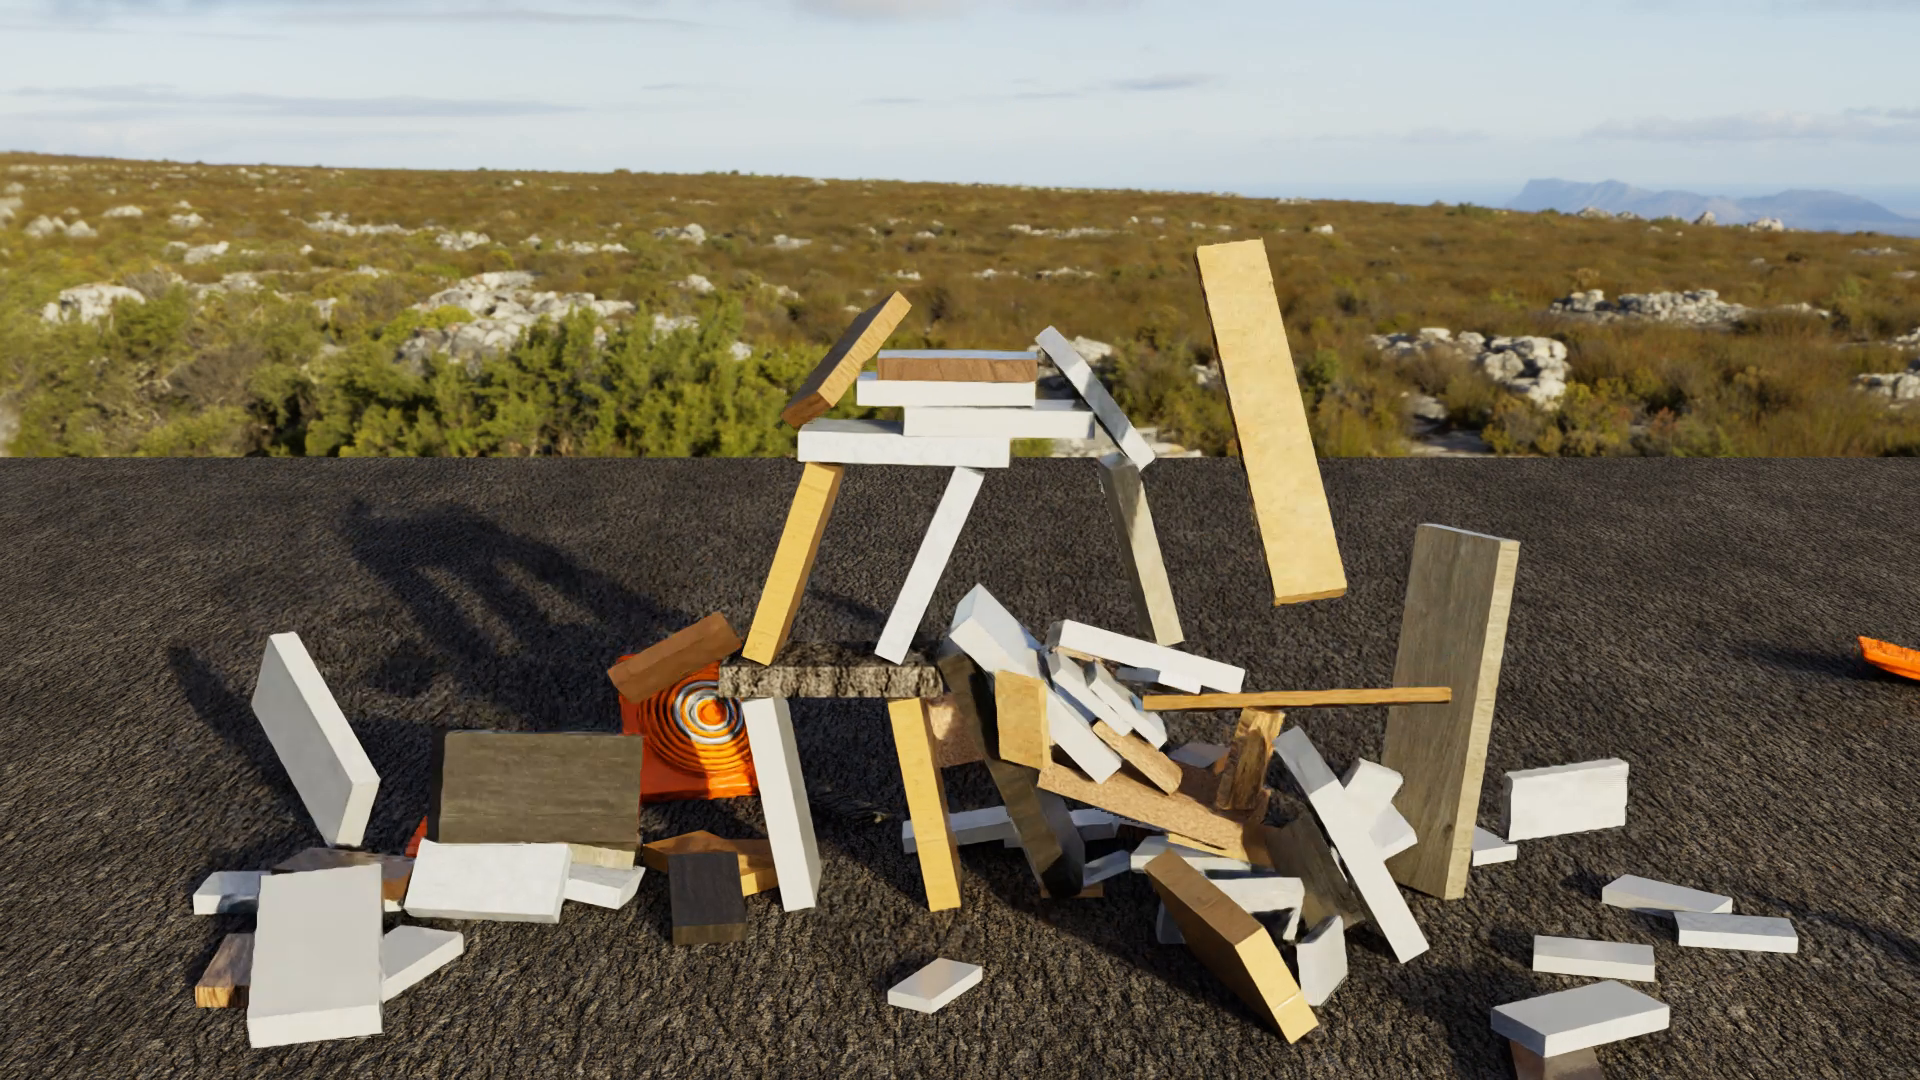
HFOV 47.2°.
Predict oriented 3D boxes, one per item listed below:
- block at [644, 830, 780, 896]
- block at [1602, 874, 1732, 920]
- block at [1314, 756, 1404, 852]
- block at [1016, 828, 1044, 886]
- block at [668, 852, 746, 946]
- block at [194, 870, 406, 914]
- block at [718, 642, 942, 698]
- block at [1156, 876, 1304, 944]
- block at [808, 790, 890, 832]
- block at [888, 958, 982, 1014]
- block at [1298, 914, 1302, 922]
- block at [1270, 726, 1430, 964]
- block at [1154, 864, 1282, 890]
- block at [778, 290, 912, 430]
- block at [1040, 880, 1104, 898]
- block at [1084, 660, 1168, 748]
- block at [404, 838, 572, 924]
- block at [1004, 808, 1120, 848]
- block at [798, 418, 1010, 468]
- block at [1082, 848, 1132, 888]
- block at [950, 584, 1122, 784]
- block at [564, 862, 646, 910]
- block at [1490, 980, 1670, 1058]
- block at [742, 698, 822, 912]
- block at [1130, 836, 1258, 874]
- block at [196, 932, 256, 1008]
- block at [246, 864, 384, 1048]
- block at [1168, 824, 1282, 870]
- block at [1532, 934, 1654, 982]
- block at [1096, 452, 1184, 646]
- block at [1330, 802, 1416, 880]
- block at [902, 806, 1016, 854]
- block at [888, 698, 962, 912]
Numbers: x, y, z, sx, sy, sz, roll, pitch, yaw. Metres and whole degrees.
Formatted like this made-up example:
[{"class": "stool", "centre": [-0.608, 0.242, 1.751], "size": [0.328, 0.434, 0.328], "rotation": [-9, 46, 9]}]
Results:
[{"class": "block", "centre": [-0.420, 0.554, 3.764], "size": [0.124, 0.035, 0.247], "rotation": [-9, 14, -41]}, {"class": "block", "centre": [1.157, 0.590, 3.599], "size": [0.182, 0.026, 0.091], "rotation": [9, 14, 40]}, {"class": "block", "centre": [0.632, 0.431, 3.532], "size": [0.082, 0.164, 0.023], "rotation": [22, 21, -19]}, {"class": "block", "centre": [0.122, 0.523, 3.676], "size": [0.015, 0.103, 0.051], "rotation": [-22, 7, 13]}, {"class": "block", "centre": [-0.409, 0.575, 3.545], "size": [0.115, 0.033, 0.230], "rotation": [-2, 21, -9]}, {"class": "block", "centre": [-0.991, 0.579, 3.639], "size": [0.513, 0.033, 0.115], "rotation": [-1, 11, -3]}, {"class": "block", "centre": [-0.207, 0.211, 3.602], "size": [0.356, 0.050, 0.178], "rotation": [0, 11, 0]}, {"class": "block", "centre": [0.421, 0.578, 3.431], "size": [0.217, 0.108, 0.031], "rotation": [-1, 38, -6]}, {"class": "block", "centre": [-0.213, 0.502, 4.080], "size": [0.082, 0.023, 0.164], "rotation": [-9, 14, -40]}, {"class": "block", "centre": [-0.036, 0.657, 3.248], "size": [0.074, 0.021, 0.148], "rotation": [6, 12, 29]}, {"class": "block", "centre": [0.486, 0.575, 3.584], "size": [0.217, 0.031, 0.108], "rotation": [1, 13, 40]}, {"class": "block", "centre": [0.597, 0.466, 3.365], "size": [0.050, 0.352, 0.176], "rotation": [-30, 24, 2]}, {"class": "block", "centre": [0.429, 0.545, 3.624], "size": [0.201, 0.028, 0.100], "rotation": [-4, 11, 21]}, {"class": "block", "centre": [-0.185, -0.292, 3.566], "size": [0.126, 0.036, 0.252], "rotation": [-24, 25, 53]}, {"class": "block", "centre": [0.186, 0.582, 3.675], "size": [0.103, 0.015, 0.051], "rotation": [0, 11, 0]}, {"class": "block", "centre": [0.267, 0.263, 3.537], "size": [0.158, 0.022, 0.079], "rotation": [42, 13, -14]}, {"class": "block", "centre": [-0.763, 0.552, 3.564], "size": [0.247, 0.124, 0.035], "rotation": [2, -34, 7]}, {"class": "block", "centre": [0.182, 0.513, 3.927], "size": [0.198, 0.028, 0.099], "rotation": [-7, 9, 12]}, {"class": "block", "centre": [-0.087, -0.157, 3.534], "size": [0.332, 0.047, 0.166], "rotation": [2, 11, 1]}, {"class": "block", "centre": [0.241, 0.551, 3.690], "size": [0.103, 0.015, 0.051], "rotation": [-19, 16, -17]}, {"class": "block", "centre": [0.128, 0.231, 3.565], "size": [0.049, 0.344, 0.172], "rotation": [-43, 9, 15]}, {"class": "block", "centre": [-0.661, 0.553, 3.650], "size": [0.247, 0.035, 0.124], "rotation": [10, 10, 10]}, {"class": "block", "centre": [0.856, 0.659, 3.037], "size": [0.221, 0.031, 0.110], "rotation": [-5, 12, -26]}, {"class": "block", "centre": [-0.293, 0.413, 3.639], "size": [0.050, 0.356, 0.178], "rotation": [-10, 10, 2]}, {"class": "block", "centre": [0.392, 0.519, 3.623], "size": [0.201, 0.028, 0.100], "rotation": [-2, 12, 22]}, {"class": "block", "centre": [-1.064, 0.643, 3.300], "size": [0.111, 0.031, 0.221], "rotation": [-1, 11, -6]}, {"class": "block", "centre": [-0.935, 0.601, 3.209], "size": [0.176, 0.050, 0.353], "rotation": [-5, 26, -12]}, {"class": "block", "centre": [0.444, 0.483, 3.570], "size": [0.201, 0.028, 0.100], "rotation": [13, 17, 10]}, {"class": "block", "centre": [0.964, 0.637, 3.349], "size": [0.175, 0.025, 0.088], "rotation": [3, 11, 15]}, {"class": "block", "centre": [0.293, 0.014, 3.595], "size": [0.043, 0.301, 0.151], "rotation": [-16, 11, -3]}, {"class": "block", "centre": [0.637, 0.510, 3.663], "size": [0.217, 0.031, 0.108], "rotation": [-27, 42, -8]}, {"class": "block", "centre": [-0.001, 0.514, 3.914], "size": [0.201, 0.028, 0.100], "rotation": [-9, 10, 1]}, {"class": "block", "centre": [-0.057, 0.413, 3.639], "size": [0.050, 0.356, 0.178], "rotation": [-11, 10, 2]}]
